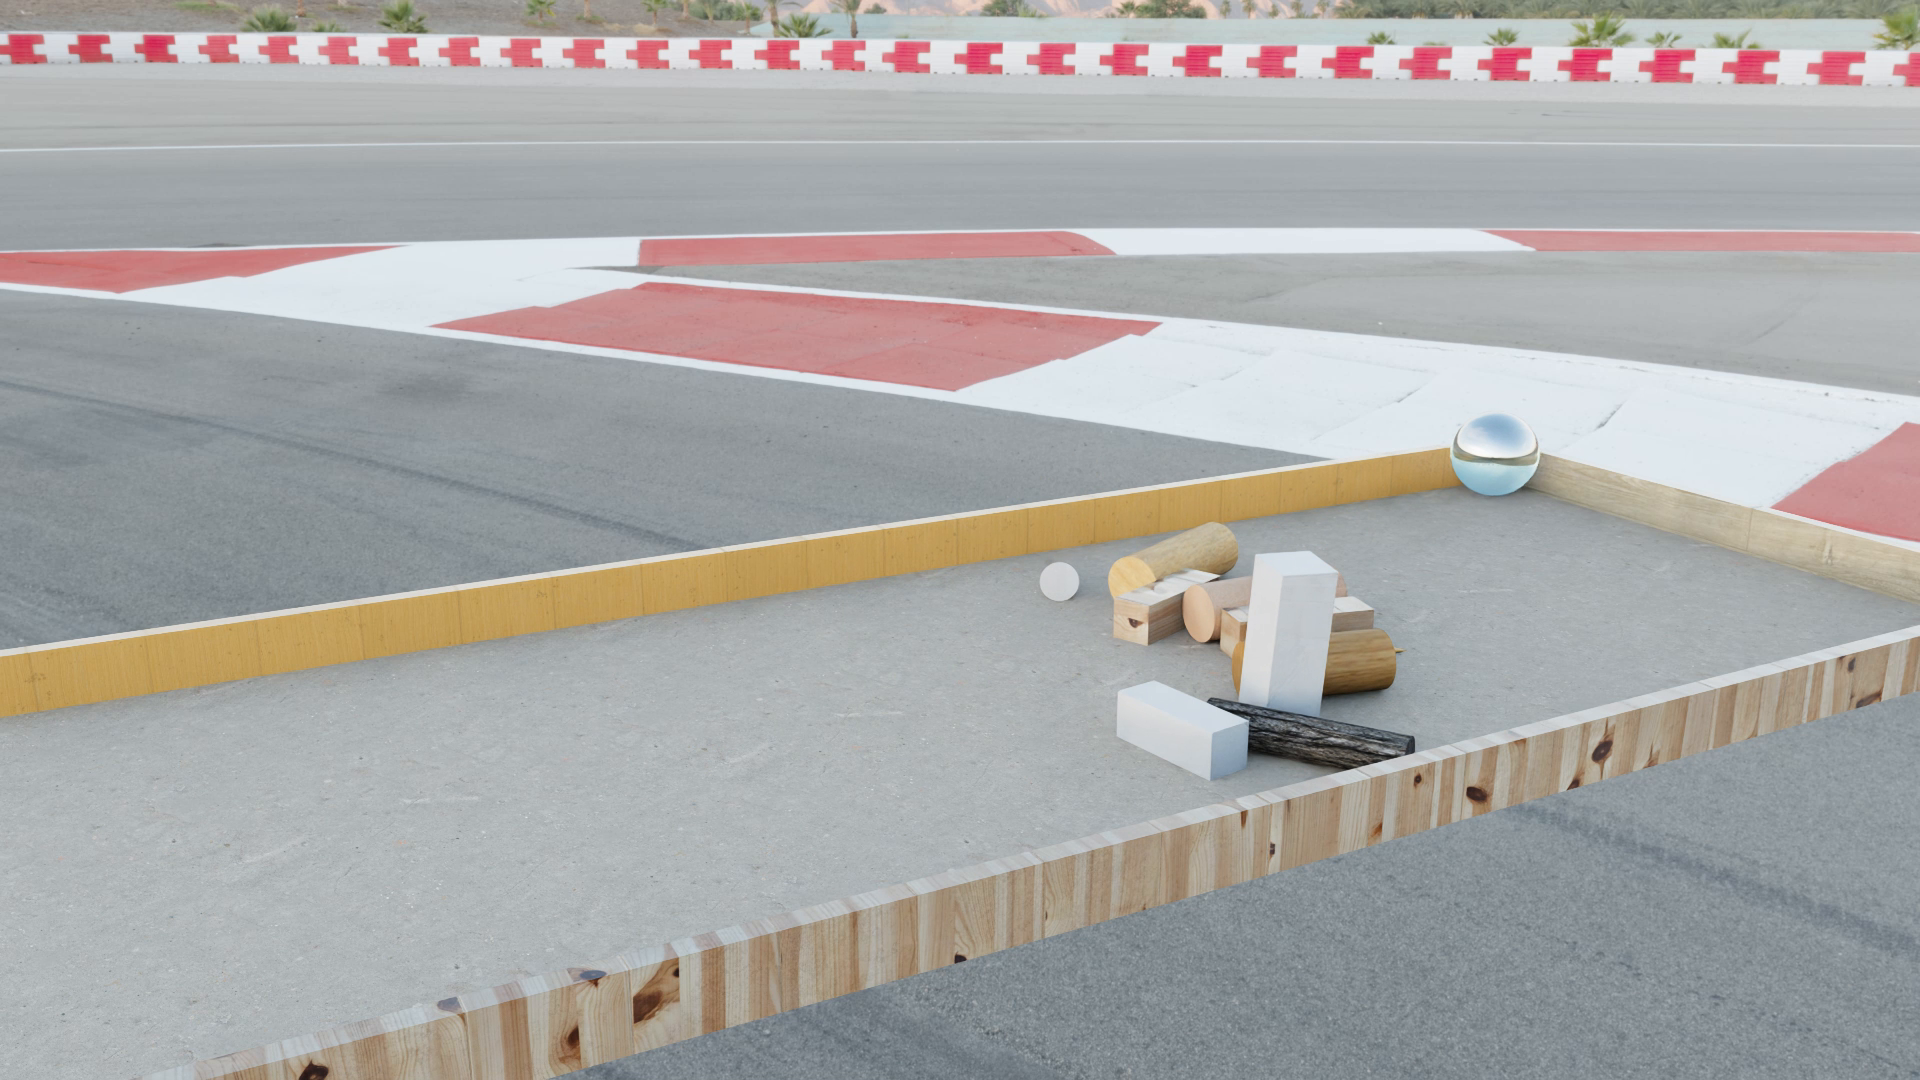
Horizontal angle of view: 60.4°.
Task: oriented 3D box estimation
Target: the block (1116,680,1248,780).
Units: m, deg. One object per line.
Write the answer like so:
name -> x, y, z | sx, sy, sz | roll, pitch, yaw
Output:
block -> 0.497, 0.425, 3.710 | 0.112, 0.112, 0.303 | -12, 20, -35

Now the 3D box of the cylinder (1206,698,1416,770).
cylinder -> 0.770, 0.441, 3.674 | 0.460, 0.100, 0.100 | 9, 19, 28

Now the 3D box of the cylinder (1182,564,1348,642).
cylinder -> 0.833, 0.170, 4.500 | 0.434, 0.156, 0.156 | -8, 18, -24

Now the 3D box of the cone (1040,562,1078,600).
cone -> 0.287, 0.095, 4.933 | 0.113, 0.113, 0.373 | 0, 8, 0

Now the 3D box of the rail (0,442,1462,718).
rail -> -3.305, 0.497, 3.399 | 12.000, 0.150, 0.050 | -9, 18, -27

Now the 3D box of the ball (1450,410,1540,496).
ball -> 1.902, -0.308, 5.865 | 0.303, 0.303, 0.303 | 0, 16, 0

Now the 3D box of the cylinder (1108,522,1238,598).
cylinder -> 0.628, 0.075, 4.810 | 0.163, 0.163, 0.458 | 13, 21, 37

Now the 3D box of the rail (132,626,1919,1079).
rail -> -2.336, 1.006, 1.665 | 12.000, 0.150, 0.050 | -9, 18, -27

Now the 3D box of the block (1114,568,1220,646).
block -> 0.573, 0.181, 4.542 | 0.111, 0.111, 0.354 | 14, 21, 39

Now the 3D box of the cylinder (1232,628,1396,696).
cylinder -> 0.865, 0.308, 4.037 | 0.366, 0.153, 0.153 | -4, 17, -15

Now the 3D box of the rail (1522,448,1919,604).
rail -> 2.466, -0.048, 5.253 | 0.050, 0.150, 2.100 | -9, 18, -27

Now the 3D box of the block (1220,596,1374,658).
block -> 0.889, 0.236, 4.351 | 0.383, 0.114, 0.114 | -4, 17, -15

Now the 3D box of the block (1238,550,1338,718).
block -> 0.756, 0.239, 3.817 | 0.138, 0.397, 0.138 | -3, 21, -16

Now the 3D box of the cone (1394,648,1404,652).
cone -> 0.978, 0.280, 4.263 | 0.455, 0.157, 0.157 | 3, 14, -25
